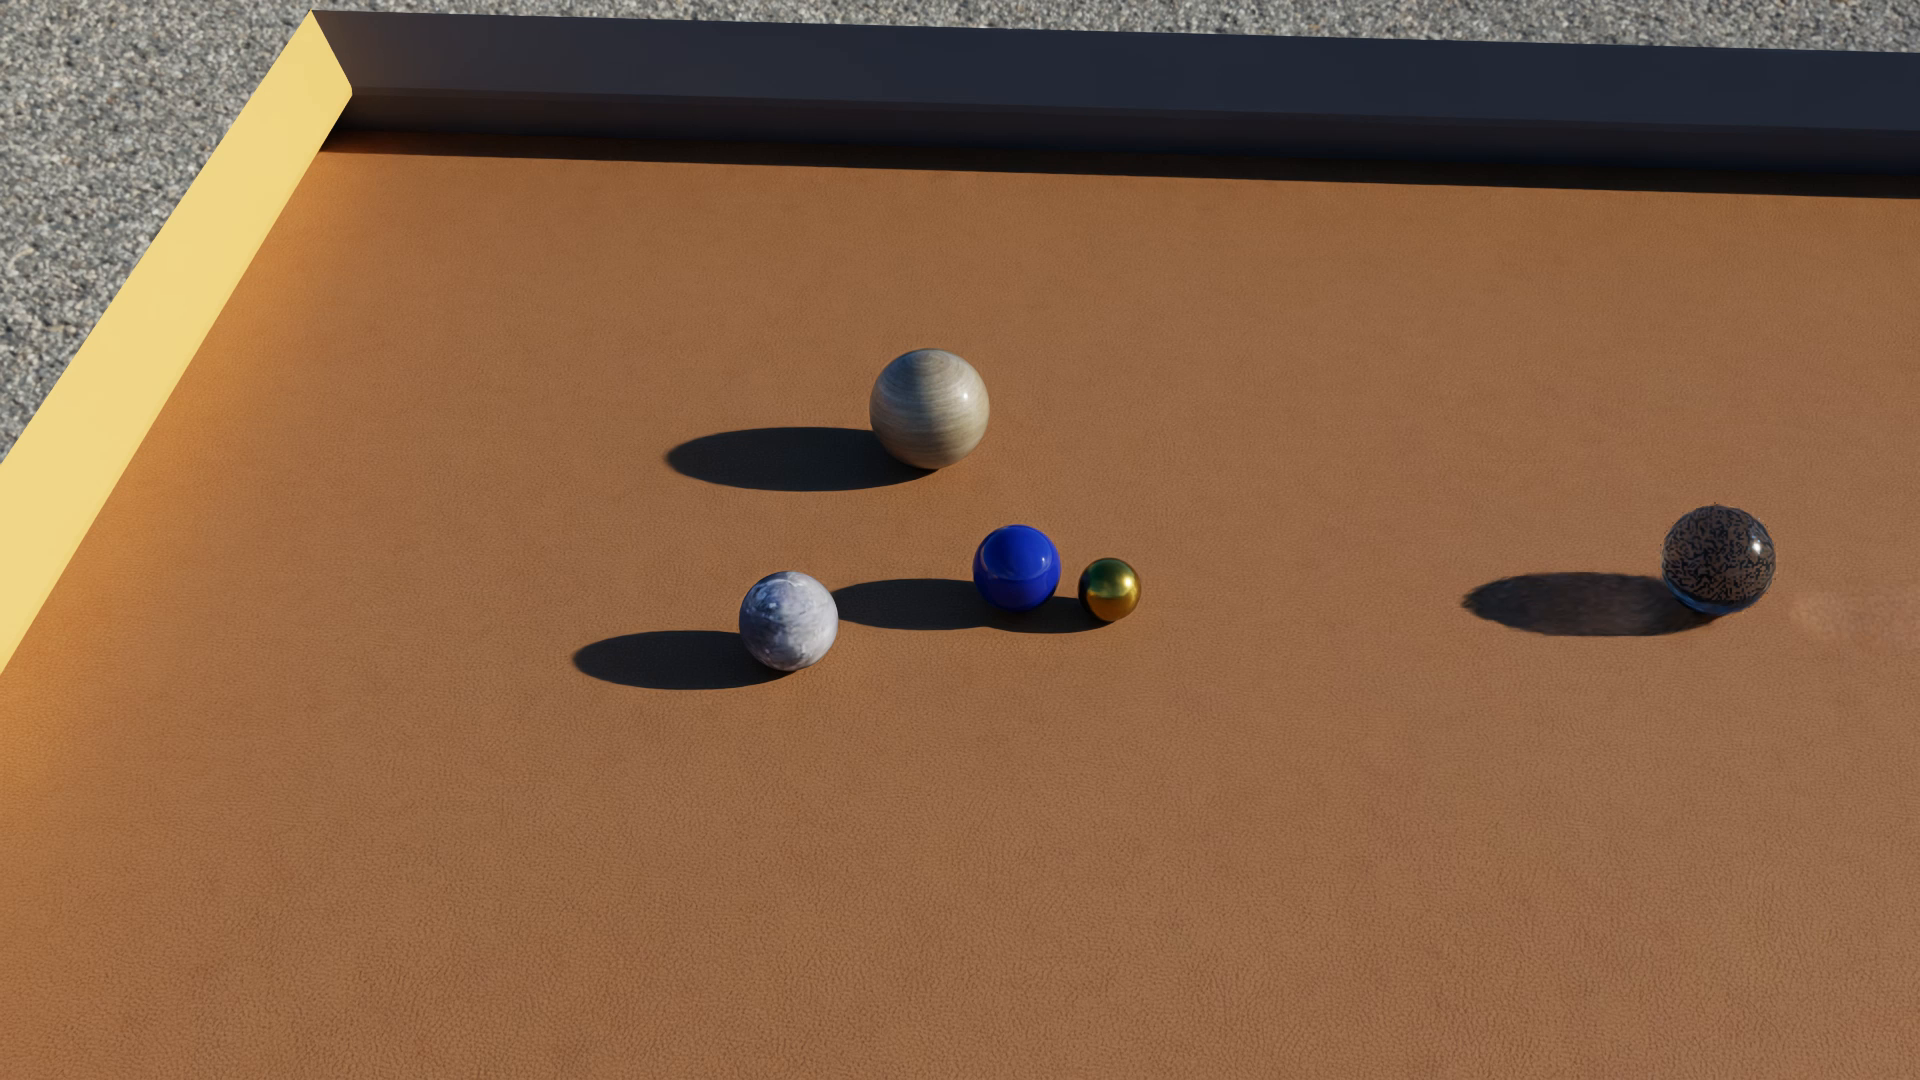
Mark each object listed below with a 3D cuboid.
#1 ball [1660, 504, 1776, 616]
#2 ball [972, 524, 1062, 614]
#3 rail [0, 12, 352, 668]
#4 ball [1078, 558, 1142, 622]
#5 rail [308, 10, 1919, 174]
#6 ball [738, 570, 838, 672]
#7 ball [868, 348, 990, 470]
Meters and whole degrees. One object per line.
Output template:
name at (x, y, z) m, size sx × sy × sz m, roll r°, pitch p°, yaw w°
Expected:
ball at (0.556, 0.015, 1.882) m, size 0.082 × 0.082 × 0.082 m, roll 0°, pitch 35°, yaw 0°
ball at (0.042, 0.021, 1.887) m, size 0.066 × 0.066 × 0.066 m, roll 0°, pitch 35°, yaw 0°
rail at (-0.657, -0.048, 1.932) m, size 0.045 × 0.126 × 1.459 m, roll 2°, pitch 35°, yaw 3°
ball at (0.109, 0.036, 1.881) m, size 0.047 × 0.047 × 0.047 m, roll 0°, pitch 35°, yaw 0°
rail at (0.727, -0.400, 2.439) m, size 2.729 × 0.126 × 0.045 m, roll 2°, pitch 35°, yaw 3°
ball at (-0.122, 0.058, 1.829) m, size 0.071 × 0.071 × 0.071 m, roll 0°, pitch 35°, yaw 0°
ball at (-0.024, -0.104, 2.040) m, size 0.097 × 0.097 × 0.097 m, roll 0°, pitch 35°, yaw 0°
